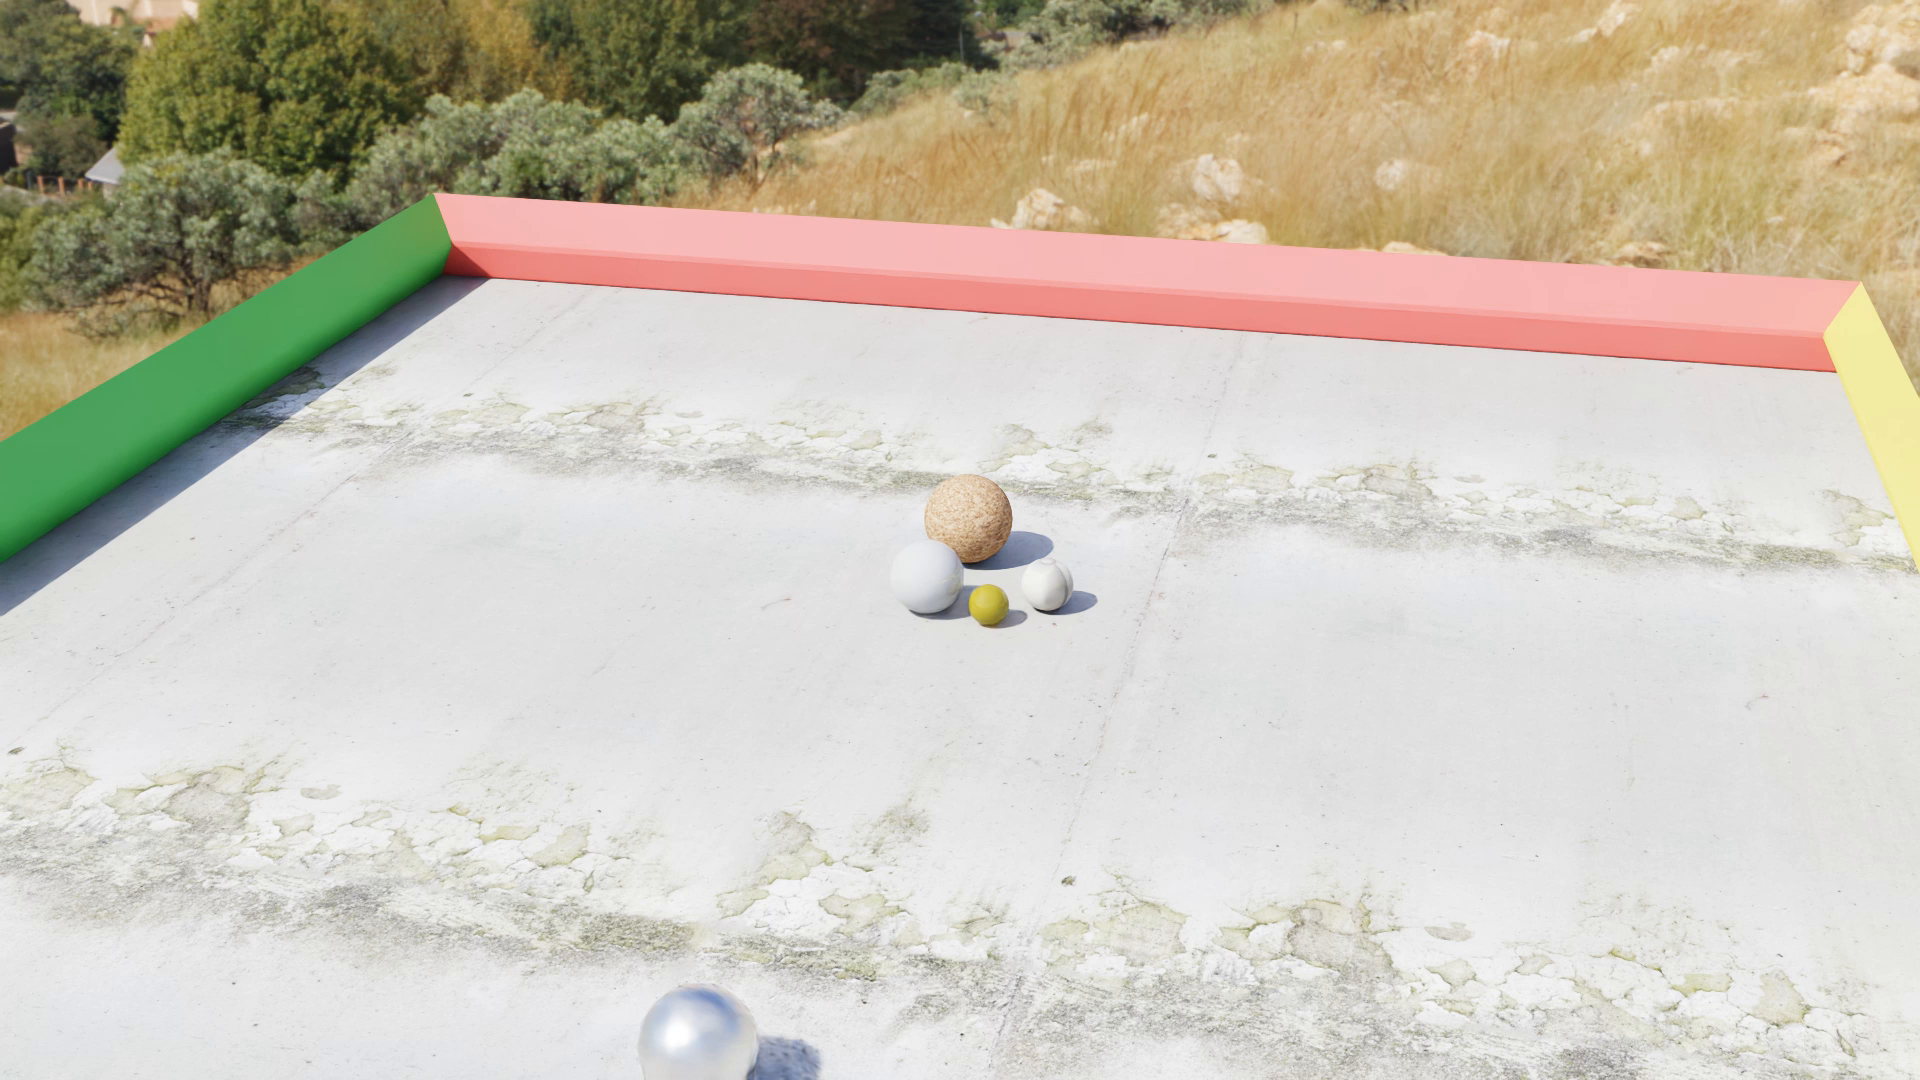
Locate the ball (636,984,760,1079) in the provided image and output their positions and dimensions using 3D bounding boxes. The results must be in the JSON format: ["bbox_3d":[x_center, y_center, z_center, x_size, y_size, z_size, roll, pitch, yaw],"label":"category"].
[{"bbox_3d":[-0.187,0.362,1.575,0.087,0.087,0.087,0,24,0],"label":"ball"}]

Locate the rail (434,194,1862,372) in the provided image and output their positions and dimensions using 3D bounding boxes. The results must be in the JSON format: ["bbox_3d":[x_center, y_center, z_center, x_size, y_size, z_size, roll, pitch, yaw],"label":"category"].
[{"bbox_3d":[0.198,-0.376,3.200,2.094,0.128,0.045,5,24,12],"label":"rail"}]

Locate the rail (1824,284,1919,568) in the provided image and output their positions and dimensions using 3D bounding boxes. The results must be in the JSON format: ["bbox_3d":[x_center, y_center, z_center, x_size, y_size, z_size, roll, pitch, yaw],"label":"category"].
[{"bbox_3d":[0.794,0.421,1.387,0.045,0.128,3.642,5,24,12],"label":"rail"}]

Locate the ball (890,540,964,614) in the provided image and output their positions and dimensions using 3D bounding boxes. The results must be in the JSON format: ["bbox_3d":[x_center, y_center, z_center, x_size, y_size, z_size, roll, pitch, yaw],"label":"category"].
[{"bbox_3d":[-0.035,0.038,2.321,0.079,0.079,0.079,0,24,0],"label":"ball"}]

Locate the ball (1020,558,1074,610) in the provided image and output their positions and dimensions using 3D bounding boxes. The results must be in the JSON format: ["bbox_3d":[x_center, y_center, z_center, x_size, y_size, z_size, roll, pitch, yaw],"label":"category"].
[{"bbox_3d":[0.092,0.047,2.330,0.056,0.056,0.056,0,24,0],"label":"ball"}]

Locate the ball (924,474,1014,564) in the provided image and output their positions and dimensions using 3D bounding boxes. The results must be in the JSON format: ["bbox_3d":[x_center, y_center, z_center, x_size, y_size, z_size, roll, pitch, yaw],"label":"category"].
[{"bbox_3d":[0.009,-0.024,2.438,0.099,0.099,0.099,0,24,0],"label":"ball"}]

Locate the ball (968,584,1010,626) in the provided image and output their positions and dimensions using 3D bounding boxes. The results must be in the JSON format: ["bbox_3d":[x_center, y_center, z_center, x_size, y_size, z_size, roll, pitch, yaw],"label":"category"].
[{"bbox_3d":[0.030,0.068,2.299,0.043,0.043,0.043,0,24,0],"label":"ball"}]

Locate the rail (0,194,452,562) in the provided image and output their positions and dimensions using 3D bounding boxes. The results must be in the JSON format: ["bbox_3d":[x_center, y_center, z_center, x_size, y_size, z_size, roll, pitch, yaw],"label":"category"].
[{"bbox_3d":[-1.201,0.237,1.805,0.045,0.128,3.642,5,24,12],"label":"rail"}]
